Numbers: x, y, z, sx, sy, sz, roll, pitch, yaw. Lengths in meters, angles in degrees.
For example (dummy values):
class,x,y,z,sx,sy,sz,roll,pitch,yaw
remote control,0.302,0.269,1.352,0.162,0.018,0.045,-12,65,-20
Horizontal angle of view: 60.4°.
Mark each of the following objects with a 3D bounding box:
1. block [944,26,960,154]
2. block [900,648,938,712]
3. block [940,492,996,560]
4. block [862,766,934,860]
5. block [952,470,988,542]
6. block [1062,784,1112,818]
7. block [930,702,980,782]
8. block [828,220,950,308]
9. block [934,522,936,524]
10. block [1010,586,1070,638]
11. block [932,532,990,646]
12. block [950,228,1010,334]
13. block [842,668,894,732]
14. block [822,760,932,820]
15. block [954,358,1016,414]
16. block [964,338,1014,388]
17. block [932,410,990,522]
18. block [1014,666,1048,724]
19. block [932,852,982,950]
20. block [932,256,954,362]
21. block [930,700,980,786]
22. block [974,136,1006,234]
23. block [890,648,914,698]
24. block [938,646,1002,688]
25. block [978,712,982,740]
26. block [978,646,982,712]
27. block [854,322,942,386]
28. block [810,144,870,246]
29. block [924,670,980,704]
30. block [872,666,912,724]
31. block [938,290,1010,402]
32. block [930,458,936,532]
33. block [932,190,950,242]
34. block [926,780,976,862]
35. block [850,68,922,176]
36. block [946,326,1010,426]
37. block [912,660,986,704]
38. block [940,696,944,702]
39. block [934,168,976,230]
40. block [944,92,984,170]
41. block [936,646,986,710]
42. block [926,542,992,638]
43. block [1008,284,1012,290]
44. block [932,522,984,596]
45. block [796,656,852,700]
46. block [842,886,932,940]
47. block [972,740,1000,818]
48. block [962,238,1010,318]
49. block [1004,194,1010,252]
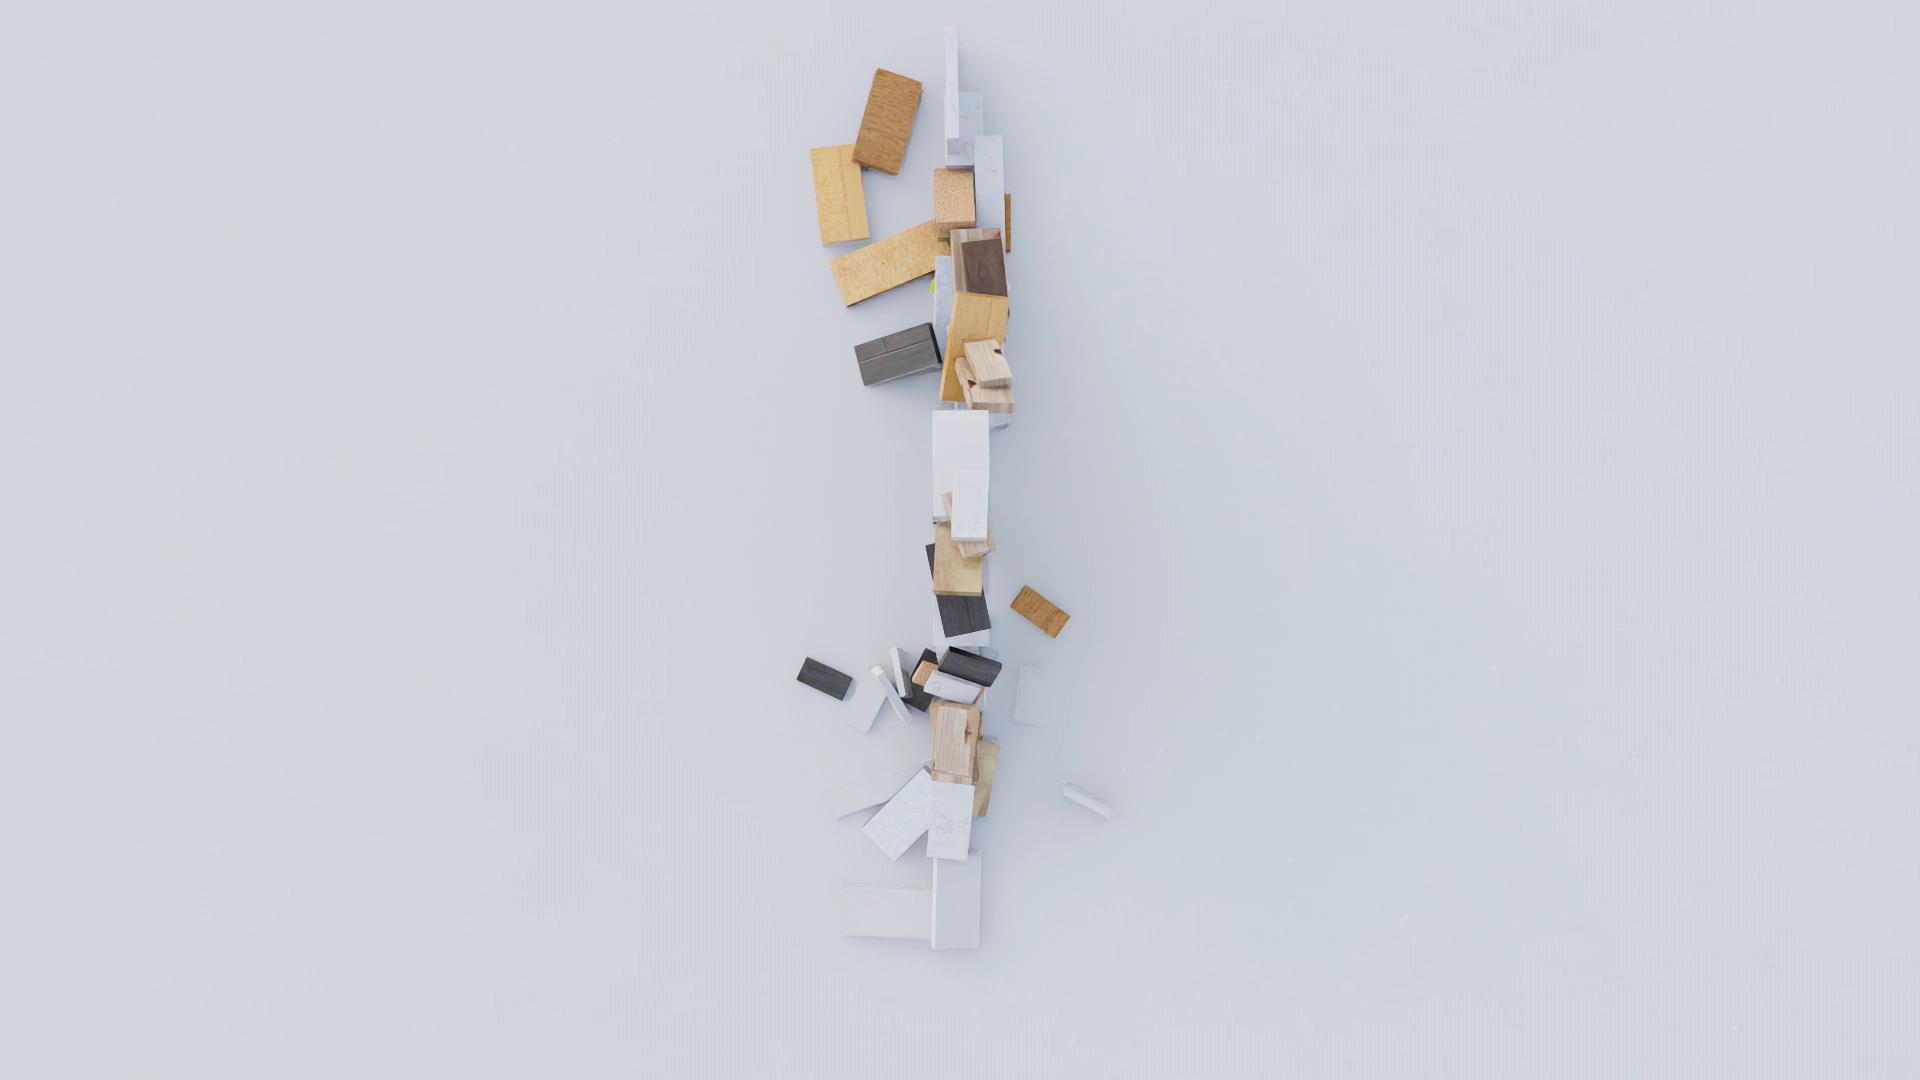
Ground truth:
class,x,y,z,sx,sy,sz,roll,pitch,yaw
block,-0.025,-1.468,5.393,0.039,0.138,0.379,-1,82,0
block,-0.116,0.465,5.486,0.097,0.027,0.194,27,90,0
block,0.025,-0.052,4.882,0.104,0.030,0.209,-17,72,-6
block,-0.166,0.901,5.443,0.153,0.043,0.305,44,104,0
block,0.029,-0.102,4.868,0.104,0.030,0.209,2,71,1
block,0.420,0.865,5.458,0.169,0.085,0.024,27,90,0
block,-0.018,0.656,5.349,0.134,0.038,0.268,-3,109,9
block,-0.225,-0.921,5.478,0.391,0.044,0.157,-22,90,0
block,0.002,-0.220,5.084,0.171,0.048,0.341,0,90,0
block,0.267,0.238,5.487,0.183,0.026,0.091,35,90,0
block,0.003,0.153,5.125,0.175,0.049,0.349,0,90,0
block,0.064,-0.840,5.382,0.173,0.049,0.346,-4,98,-11
block,-0.308,0.534,5.486,0.097,0.027,0.194,27,90,0
block,-0.258,0.827,5.488,0.390,0.024,0.085,-18,90,0
block,0.077,-0.488,5.191,0.138,0.275,0.039,0,126,-13
block,0.089,-0.557,5.204,0.104,0.209,0.030,-10,133,-11
block,0.003,-0.225,4.982,0.171,0.048,0.341,-1,71,0
block,0.236,0.516,5.487,0.091,0.026,0.183,7,90,0
block,-0.012,1.193,5.456,0.153,0.043,0.305,1,90,-18
block,0.002,-0.756,5.430,0.173,0.049,0.346,1,97,-12
block,-0.015,0.654,5.305,0.134,0.038,0.268,7,111,5
block,0.099,-1.116,5.435,0.093,0.026,0.421,-2,99,0
block,-0.192,0.439,5.441,0.023,0.081,0.162,-15,77,14
block,0.031,0.402,5.221,0.183,0.026,0.091,19,125,-14
block,0.007,0.689,5.437,0.130,0.037,0.259,0,111,0
block,0.007,0.456,5.401,0.133,0.038,0.266,0,130,0
block,-0.204,-0.610,5.430,0.275,0.039,0.138,-15,90,22
block,-0.399,-1.148,5.478,0.157,0.044,0.314,-7,90,0
block,-0.025,0.470,5.247,0.162,0.023,0.081,19,125,-14
block,-0.224,0.509,5.426,0.027,0.097,0.194,-33,105,-8
block,0.045,-0.616,5.312,0.171,0.048,0.348,4,109,-15
block,-0.005,-0.194,5.133,0.171,0.049,0.343,1,90,0
block,-0.037,-1.073,5.447,0.093,0.026,0.186,-3,68,-7
block,-0.030,0.911,5.384,0.134,0.038,0.268,6,105,3
block,-0.242,-1.382,5.452,0.157,0.044,0.314,15,87,-14
block,0.062,-0.539,5.399,0.173,0.049,0.346,-10,112,-9
block,-0.034,0.454,5.264,0.223,0.023,0.081,21,125,-15
block,0.000,0.528,5.406,0.130,0.037,0.259,0,128,0
block,-0.018,-1.121,5.412,0.127,0.036,0.254,-3,55,0
block,0.014,-1.357,5.464,0.127,0.036,0.254,-1,82,0
block,0.005,0.443,5.293,0.133,0.038,0.266,-5,127,4
block,-0.005,0.141,5.006,0.144,0.041,0.288,-12,92,0
block,0.096,-0.821,5.478,0.140,0.020,0.070,-43,102,-4
block,-0.002,0.023,4.946,0.144,0.041,0.288,2,71,2
block,-0.450,0.461,5.488,0.169,0.024,0.085,25,90,0
block,-0.236,1.238,5.478,0.305,0.043,0.153,3,90,0
block,0.044,0.783,5.433,0.130,0.037,0.259,10,110,-4
block,0.083,-0.842,5.342,0.127,0.036,0.254,-8,98,-11
block,0.122,-1.055,5.487,0.093,0.026,0.186,0,90,0
